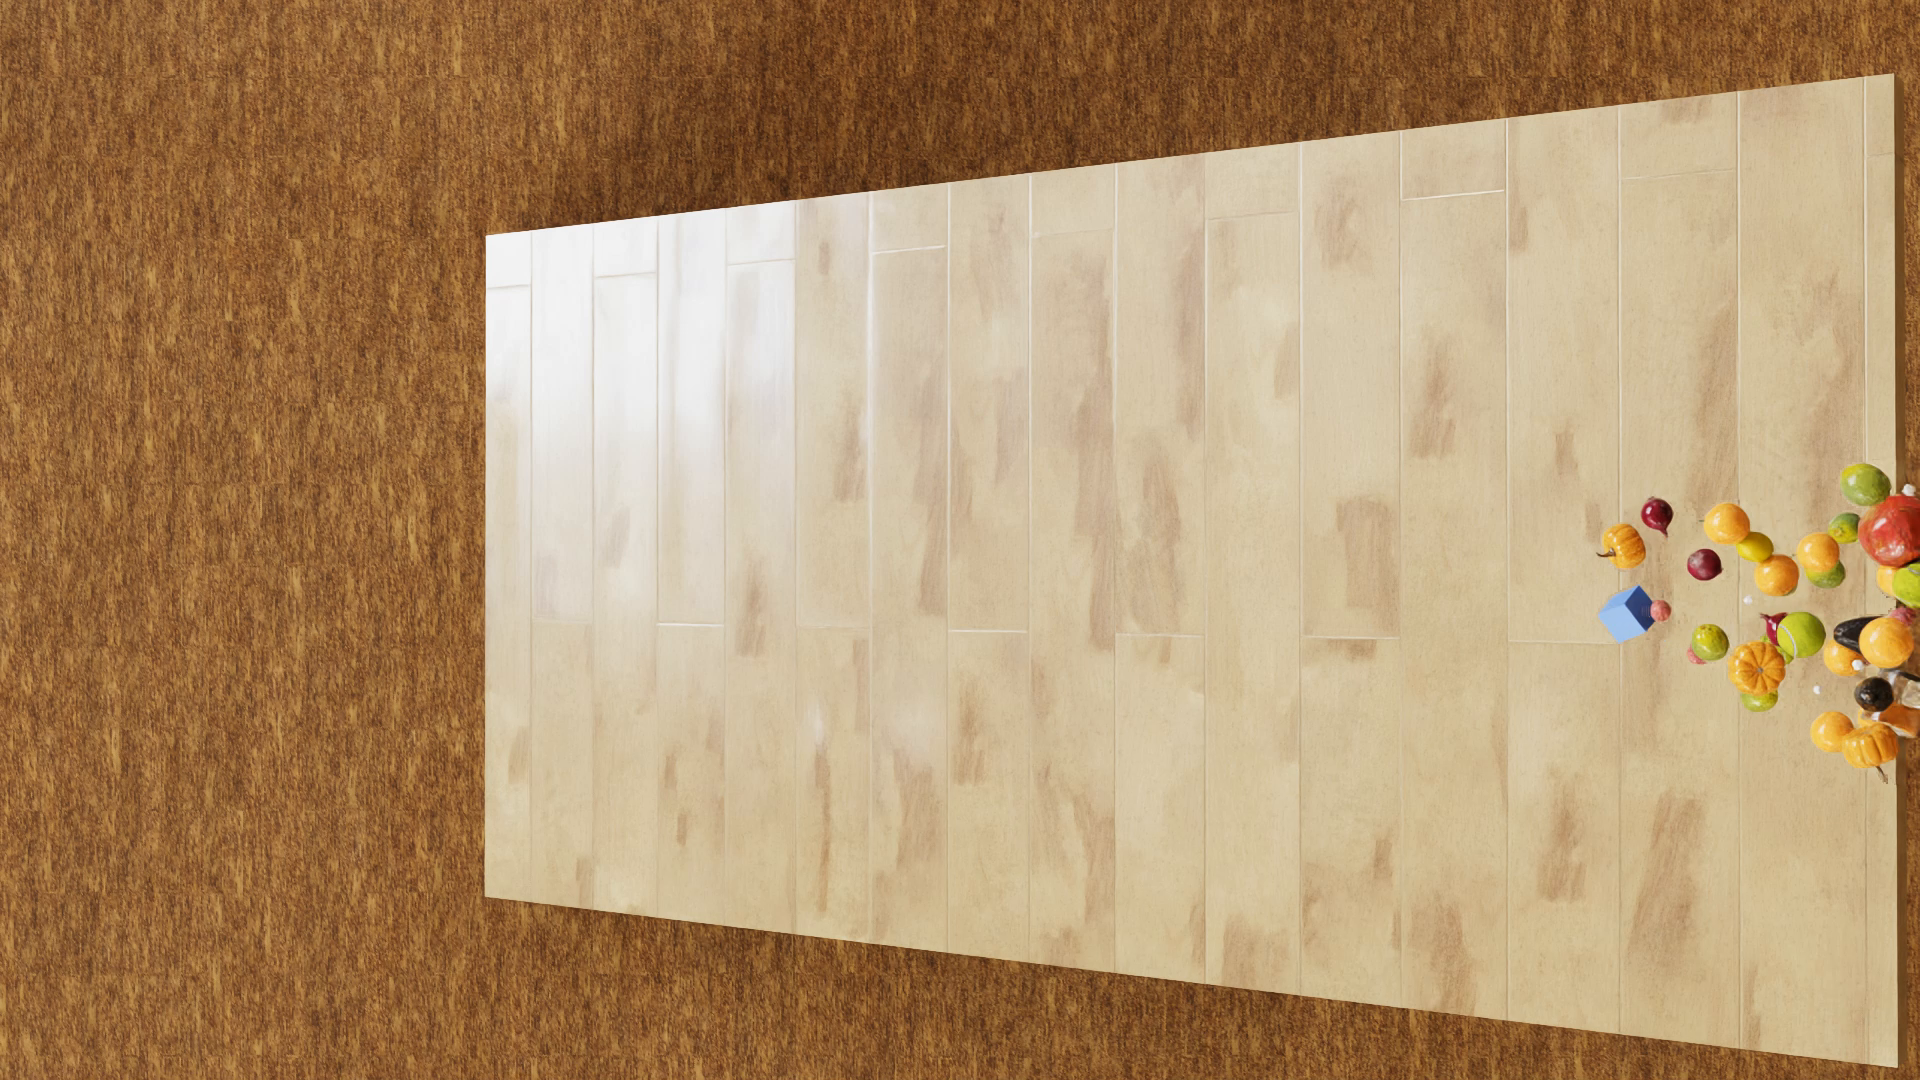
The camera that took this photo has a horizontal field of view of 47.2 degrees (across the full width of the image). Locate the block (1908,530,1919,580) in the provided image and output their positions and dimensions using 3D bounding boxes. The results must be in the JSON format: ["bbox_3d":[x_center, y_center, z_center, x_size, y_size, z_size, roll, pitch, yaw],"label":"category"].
[{"bbox_3d":[1.556,0.029,3.461,0.077,0.077,0.077,-12,128,-8],"label":"block"}]

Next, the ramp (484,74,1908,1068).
[{"bbox_3d":[0.251,0.069,5.581,4.000,0.100,2.000,0,89,34],"label":"ramp"}]

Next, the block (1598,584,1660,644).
[{"bbox_3d":[1.324,0.146,4.350,0.071,0.071,0.071,52,53,-3],"label":"block"}]

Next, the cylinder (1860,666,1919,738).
[{"bbox_3d":[1.616,0.280,3.787,0.094,0.094,0.094,24,88,0],"label":"cylinder"}]
